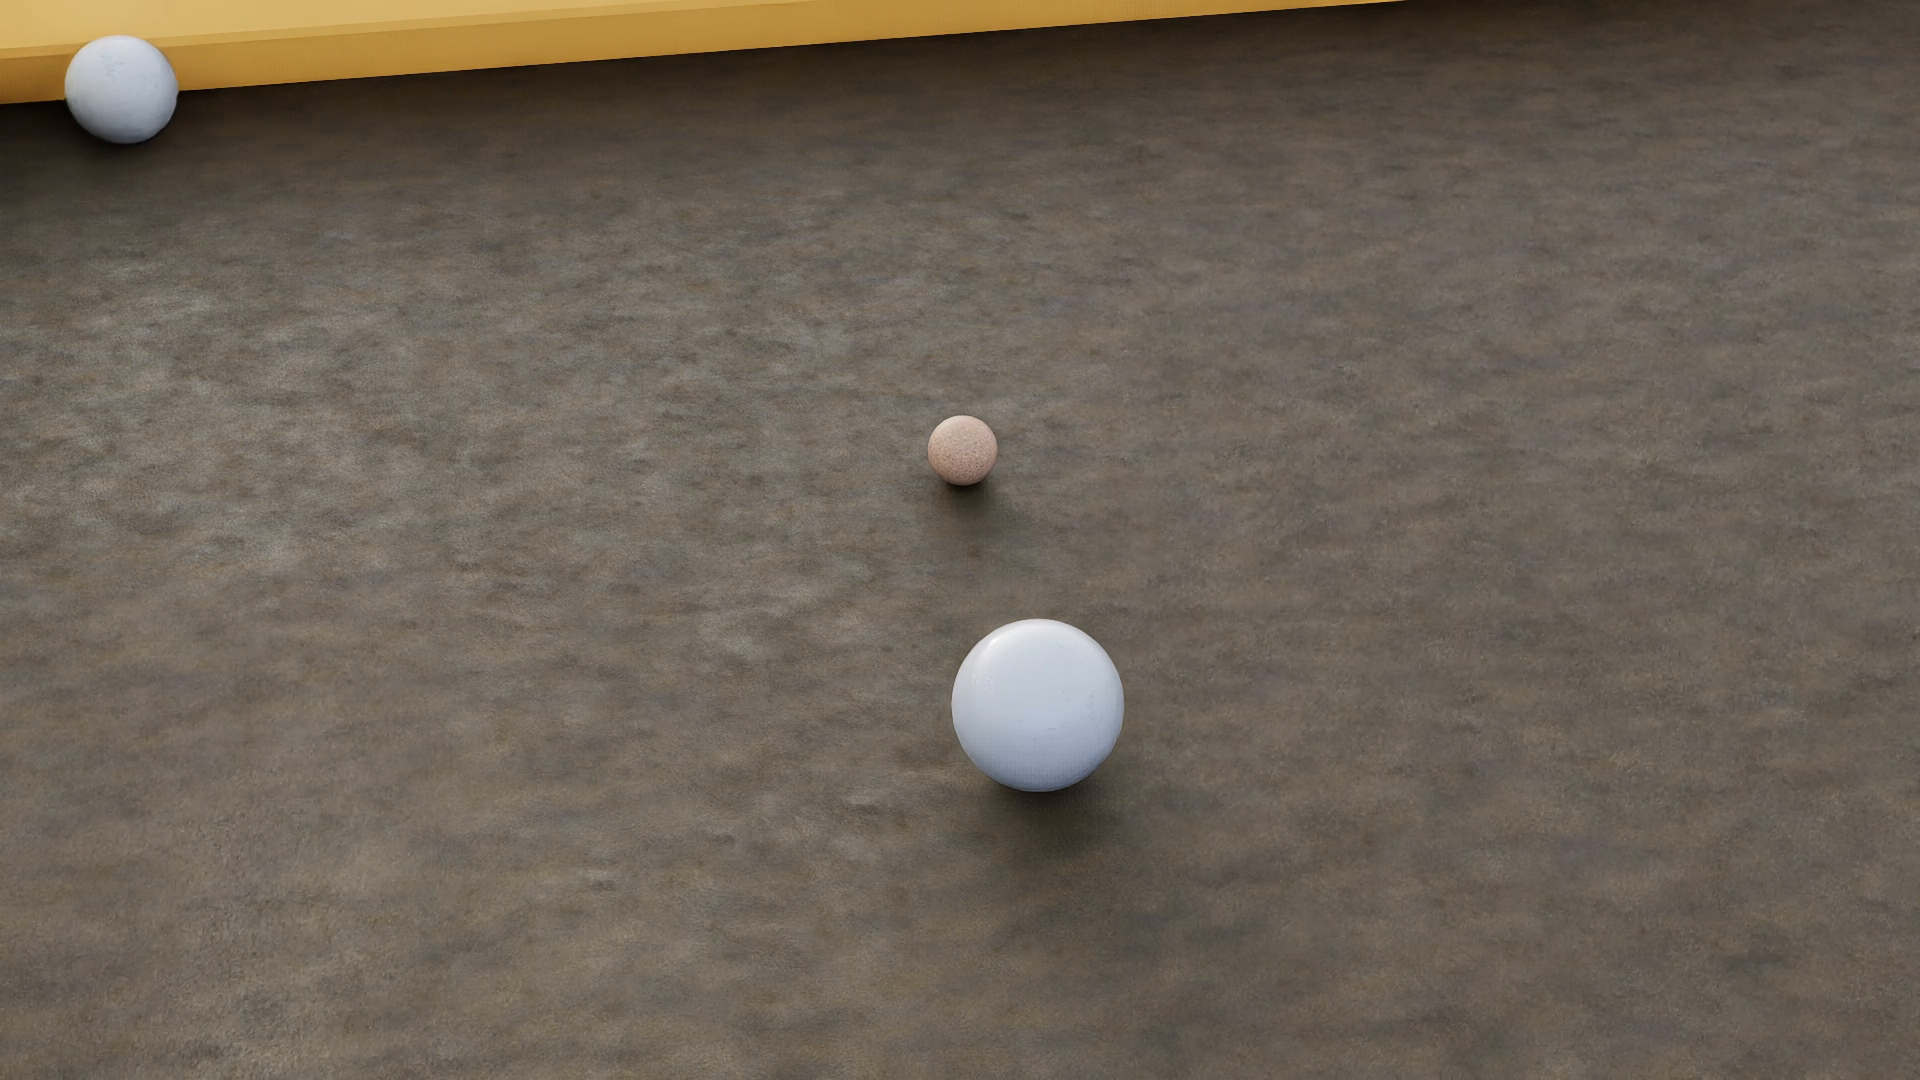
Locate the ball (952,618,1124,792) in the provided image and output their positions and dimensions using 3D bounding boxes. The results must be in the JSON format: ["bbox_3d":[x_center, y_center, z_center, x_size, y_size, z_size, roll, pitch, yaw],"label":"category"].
[{"bbox_3d":[0.044,0.094,1.463,0.099,0.099,0.099,0,36,0],"label":"ball"}]

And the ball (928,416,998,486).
[{"bbox_3d":[0.002,-0.060,1.720,0.047,0.047,0.047,0,36,0],"label":"ball"}]

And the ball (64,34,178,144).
[{"bbox_3d":[-0.691,-0.371,2.115,0.089,0.089,0.089,0,36,0],"label":"ball"}]

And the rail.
[{"bbox_3d":[0.595,-0.557,2.335,2.965,0.129,0.045,-6,36,-8],"label":"rail"}]
